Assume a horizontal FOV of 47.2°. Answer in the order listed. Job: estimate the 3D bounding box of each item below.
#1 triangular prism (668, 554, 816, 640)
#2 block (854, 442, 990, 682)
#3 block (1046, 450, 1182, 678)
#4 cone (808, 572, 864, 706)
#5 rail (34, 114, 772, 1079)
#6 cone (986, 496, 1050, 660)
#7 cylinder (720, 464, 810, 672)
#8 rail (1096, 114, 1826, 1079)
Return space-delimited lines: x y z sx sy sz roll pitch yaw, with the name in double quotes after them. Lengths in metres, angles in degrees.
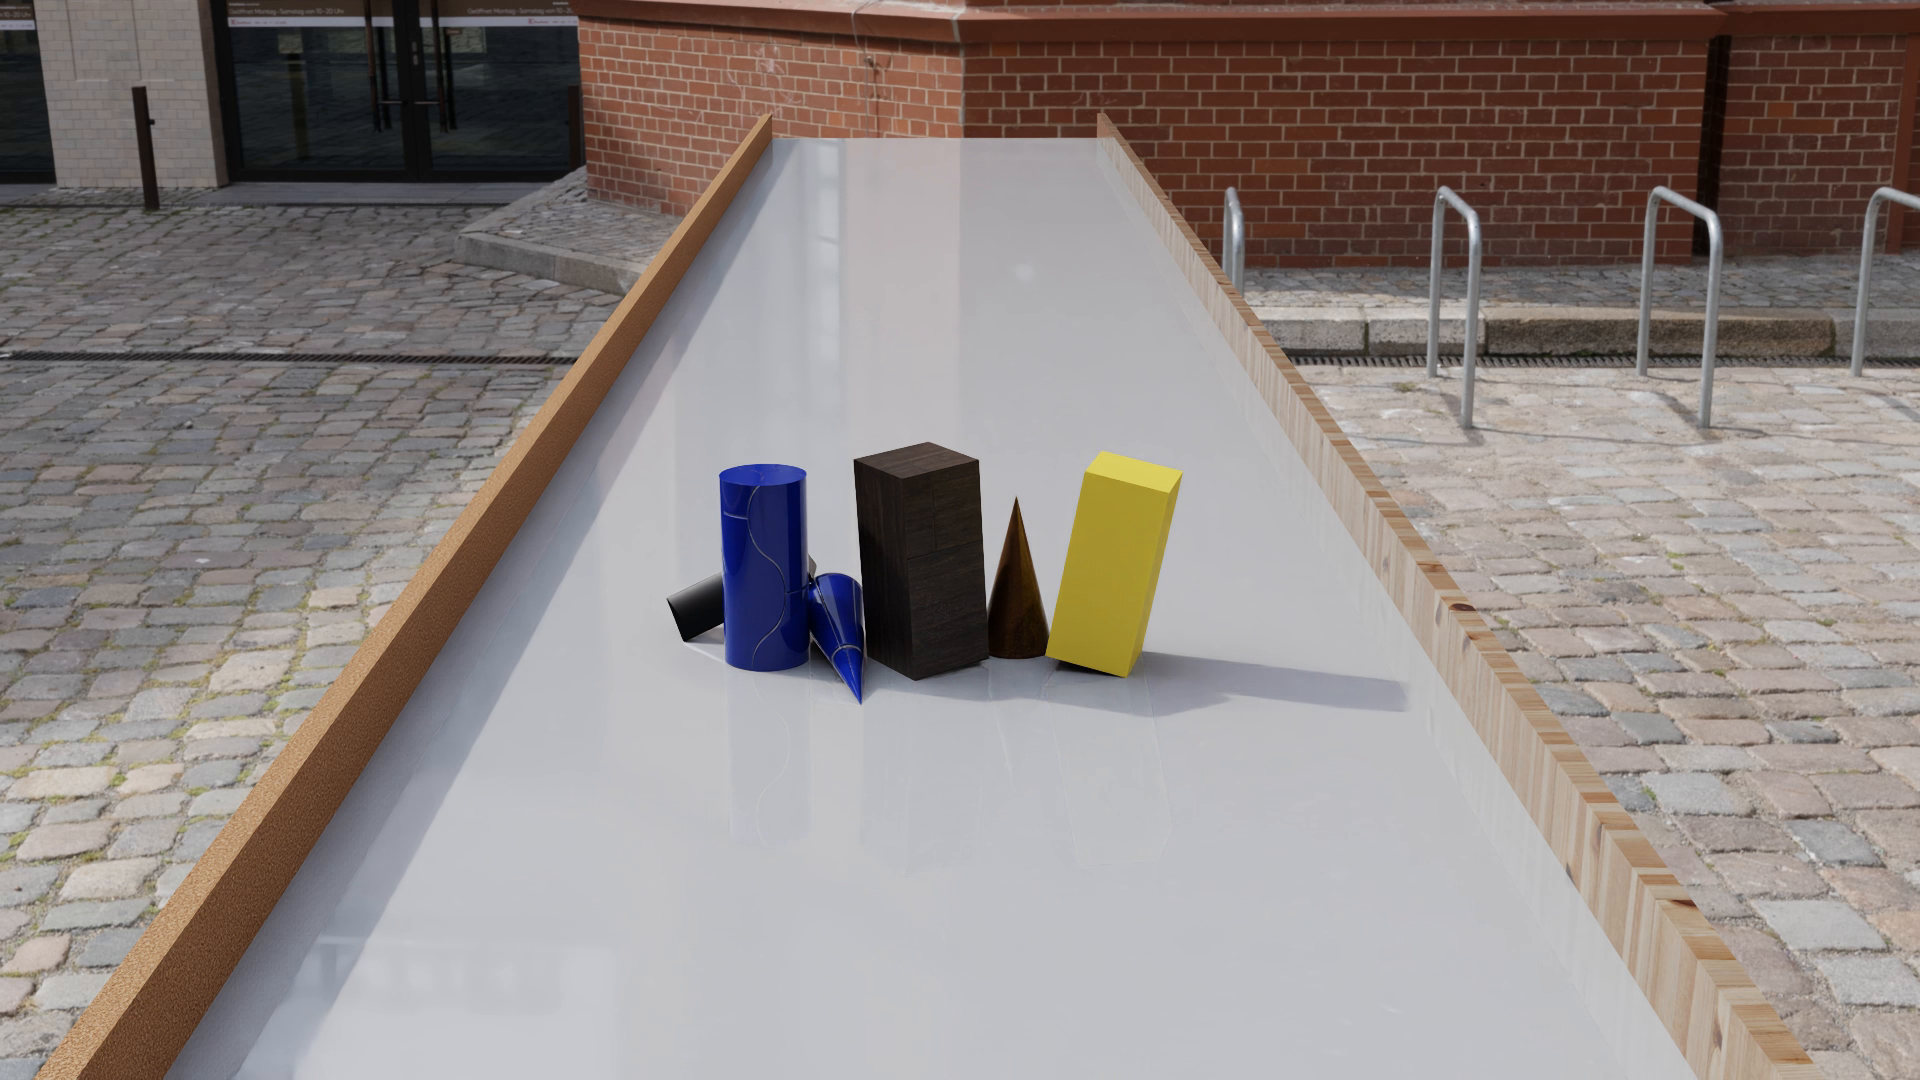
-0.453 0.093 4.535 0.300 0.087 0.100 -25 15 8 "triangular prism"
-0.075 0.039 4.349 0.177 0.414 0.177 -15 22 -31 "block"
0.304 0.047 4.345 0.167 0.389 0.167 15 19 11 "block"
-0.227 0.223 4.353 0.146 0.146 0.412 -3 27 -11 "cone"
-1.118 -0.838 7.780 0.050 0.150 12.000 0 17 -1 "rail"
0.113 0.063 4.449 0.156 0.322 0.156 0 17 0 "cone"
-0.388 0.054 4.379 0.173 0.380 0.173 0 16 0 "cylinder"
0.932 -0.844 7.801 0.050 0.150 12.000 0 17 -1 "rail"
